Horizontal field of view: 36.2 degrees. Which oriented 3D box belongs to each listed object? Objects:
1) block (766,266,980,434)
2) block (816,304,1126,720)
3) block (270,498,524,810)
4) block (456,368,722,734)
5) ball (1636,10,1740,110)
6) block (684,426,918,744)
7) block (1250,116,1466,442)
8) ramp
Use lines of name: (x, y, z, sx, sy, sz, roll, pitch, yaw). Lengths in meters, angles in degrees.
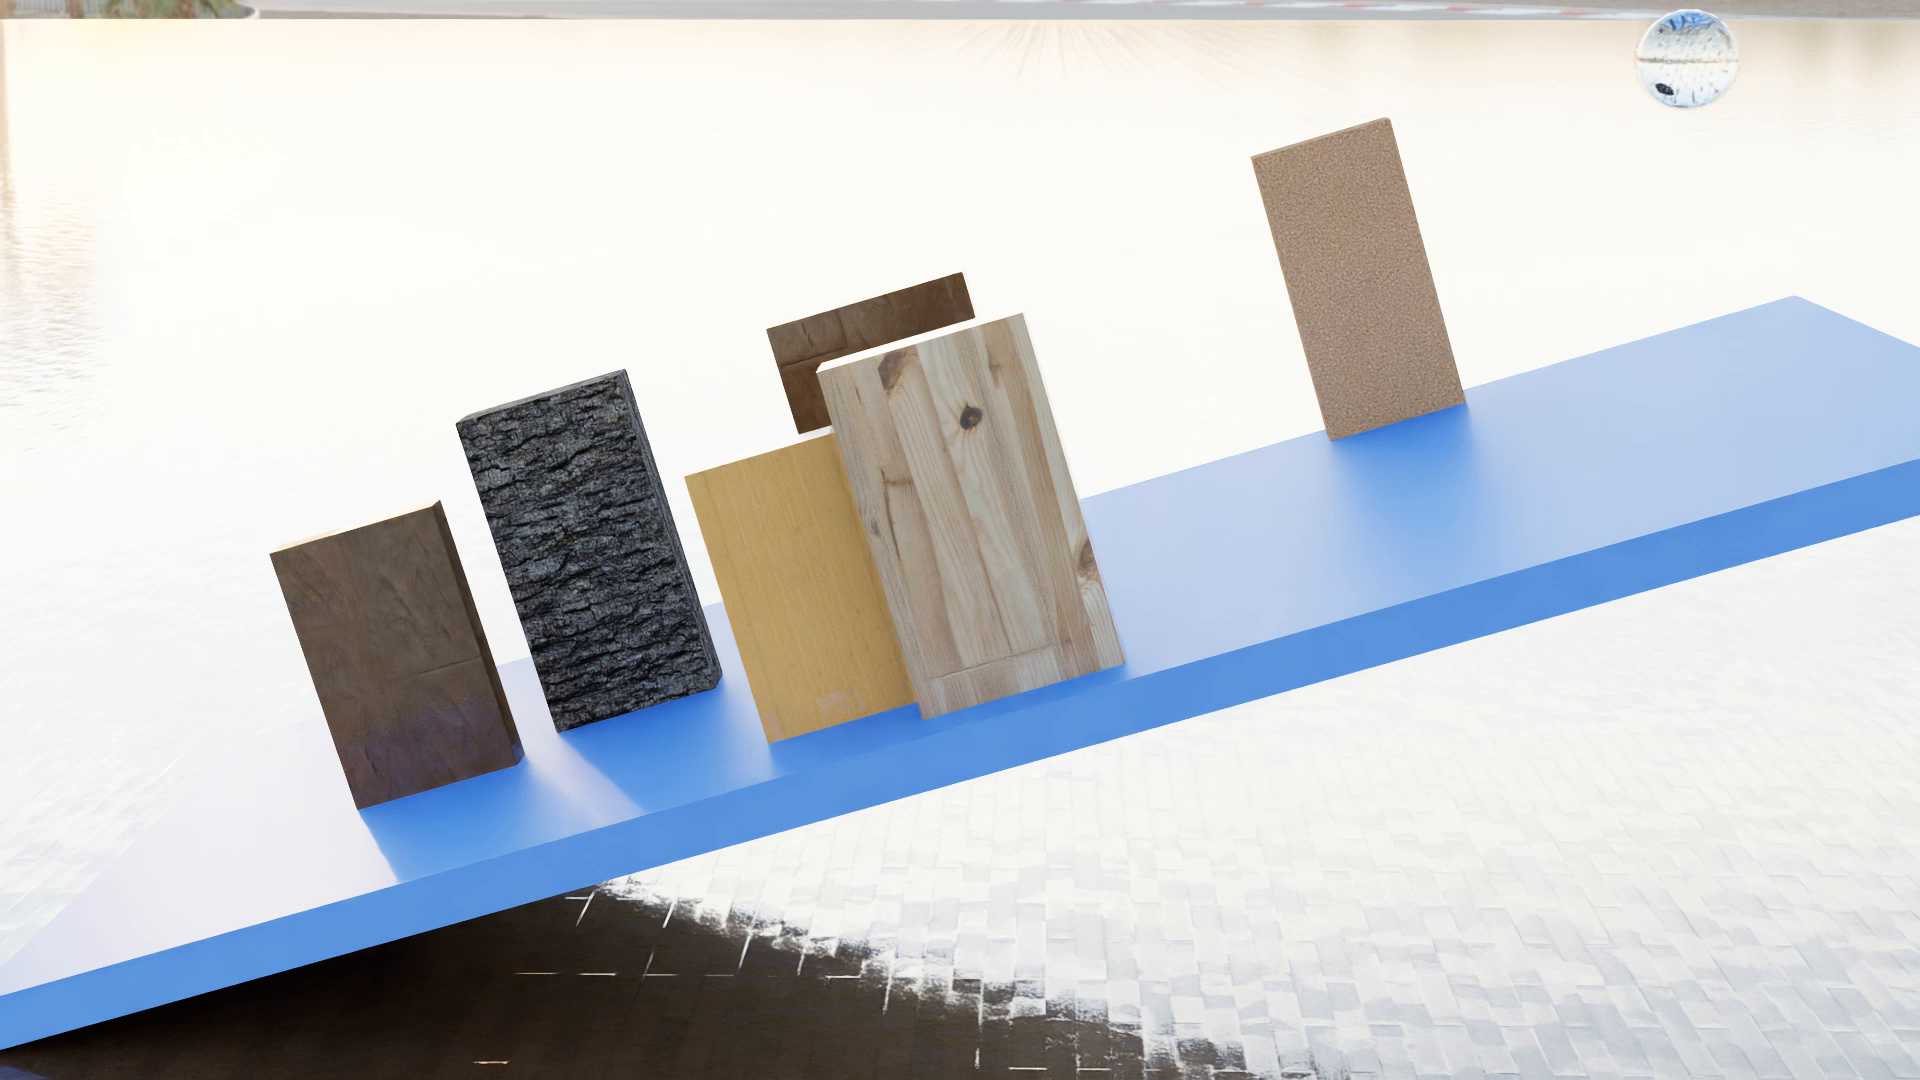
block: (-0.108, -0.202, 6.474, 0.445, 0.694, 0.119, -16, 10, 5)
block: (0.024, -0.051, 5.459, 0.391, 0.679, 0.131, -16, 10, 5)
block: (-1.176, 0.241, 6.160, 0.356, 0.572, 0.090, -16, 10, 5)
block: (-0.796, 0.023, 6.345, 0.361, 0.704, 0.139, -16, 10, 5)
ball: (1.440, -0.951, 5.820, 0.196, 0.196, 0.196, 0, 11, 0)
block: (-0.297, 0.083, 5.653, 0.308, 0.543, 0.118, -16, 10, 5)
block: (0.950, -0.622, 7.021, 0.334, 0.700, 0.105, -16, 10, 5)
ramp: (0.091, 0.187, 6.320, 4.000, 0.100, 2.000, -16, 10, 5)
